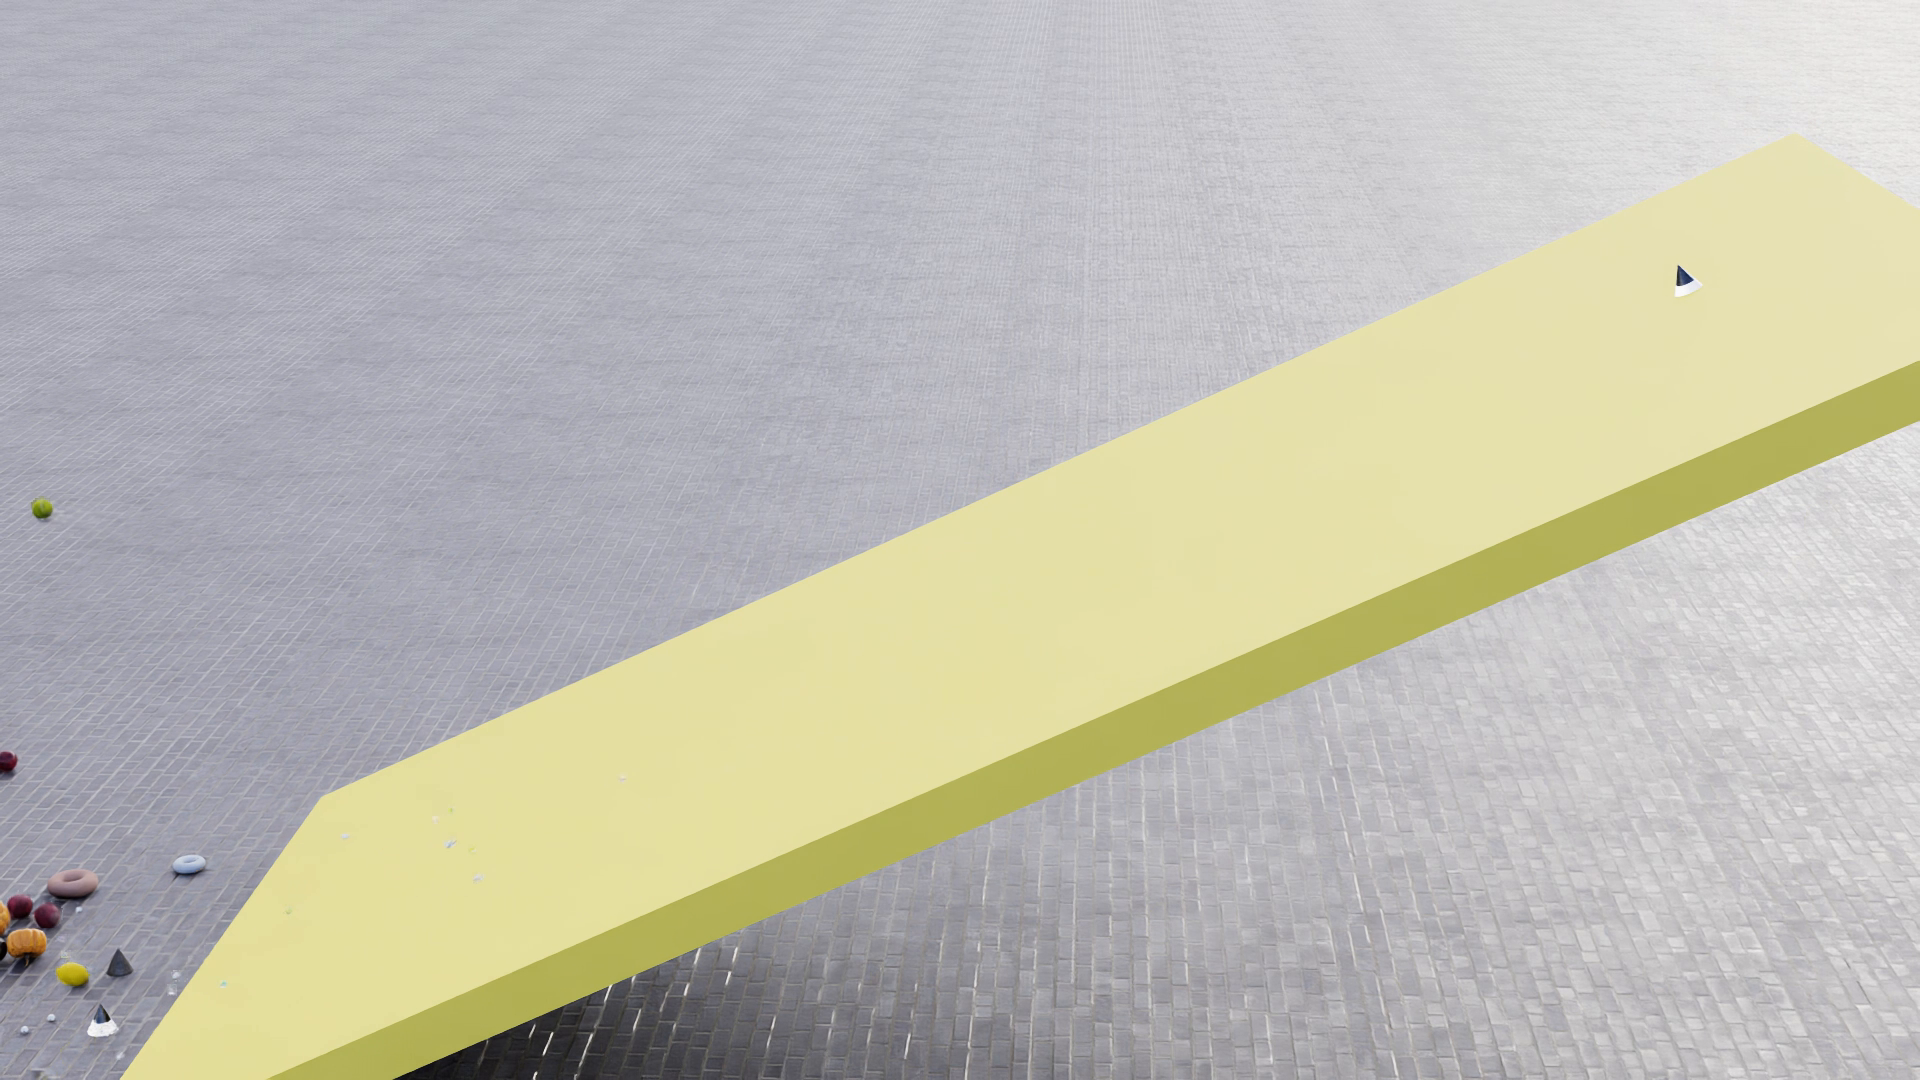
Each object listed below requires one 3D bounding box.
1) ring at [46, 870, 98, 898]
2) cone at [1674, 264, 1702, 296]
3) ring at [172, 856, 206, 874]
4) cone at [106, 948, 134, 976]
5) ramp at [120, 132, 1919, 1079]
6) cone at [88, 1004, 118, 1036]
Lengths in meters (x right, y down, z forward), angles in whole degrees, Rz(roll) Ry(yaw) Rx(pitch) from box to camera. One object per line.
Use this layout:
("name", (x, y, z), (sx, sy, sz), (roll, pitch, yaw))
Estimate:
("ring", (-2.166, 0.839, 7.178), (0.122, 0.041, 0.122), (-1, 16, 0))
("cone", (1.495, -0.544, 6.080), (0.060, 0.060, 0.060), (-25, 13, 6))
("ring", (-1.916, 0.807, 7.315), (0.081, 0.027, 0.081), (-1, 16, 0))
("cone", (-1.923, 0.958, 6.723), (0.061, 0.061, 0.061), (0, 16, 0))
("ramp", (0.136, 0.169, 6.282), (4.000, 0.100, 2.000), (-24, 13, 9))
("cone", (-1.875, 1.041, 6.425), (0.065, 0.065, 0.065), (0, 16, 0))
